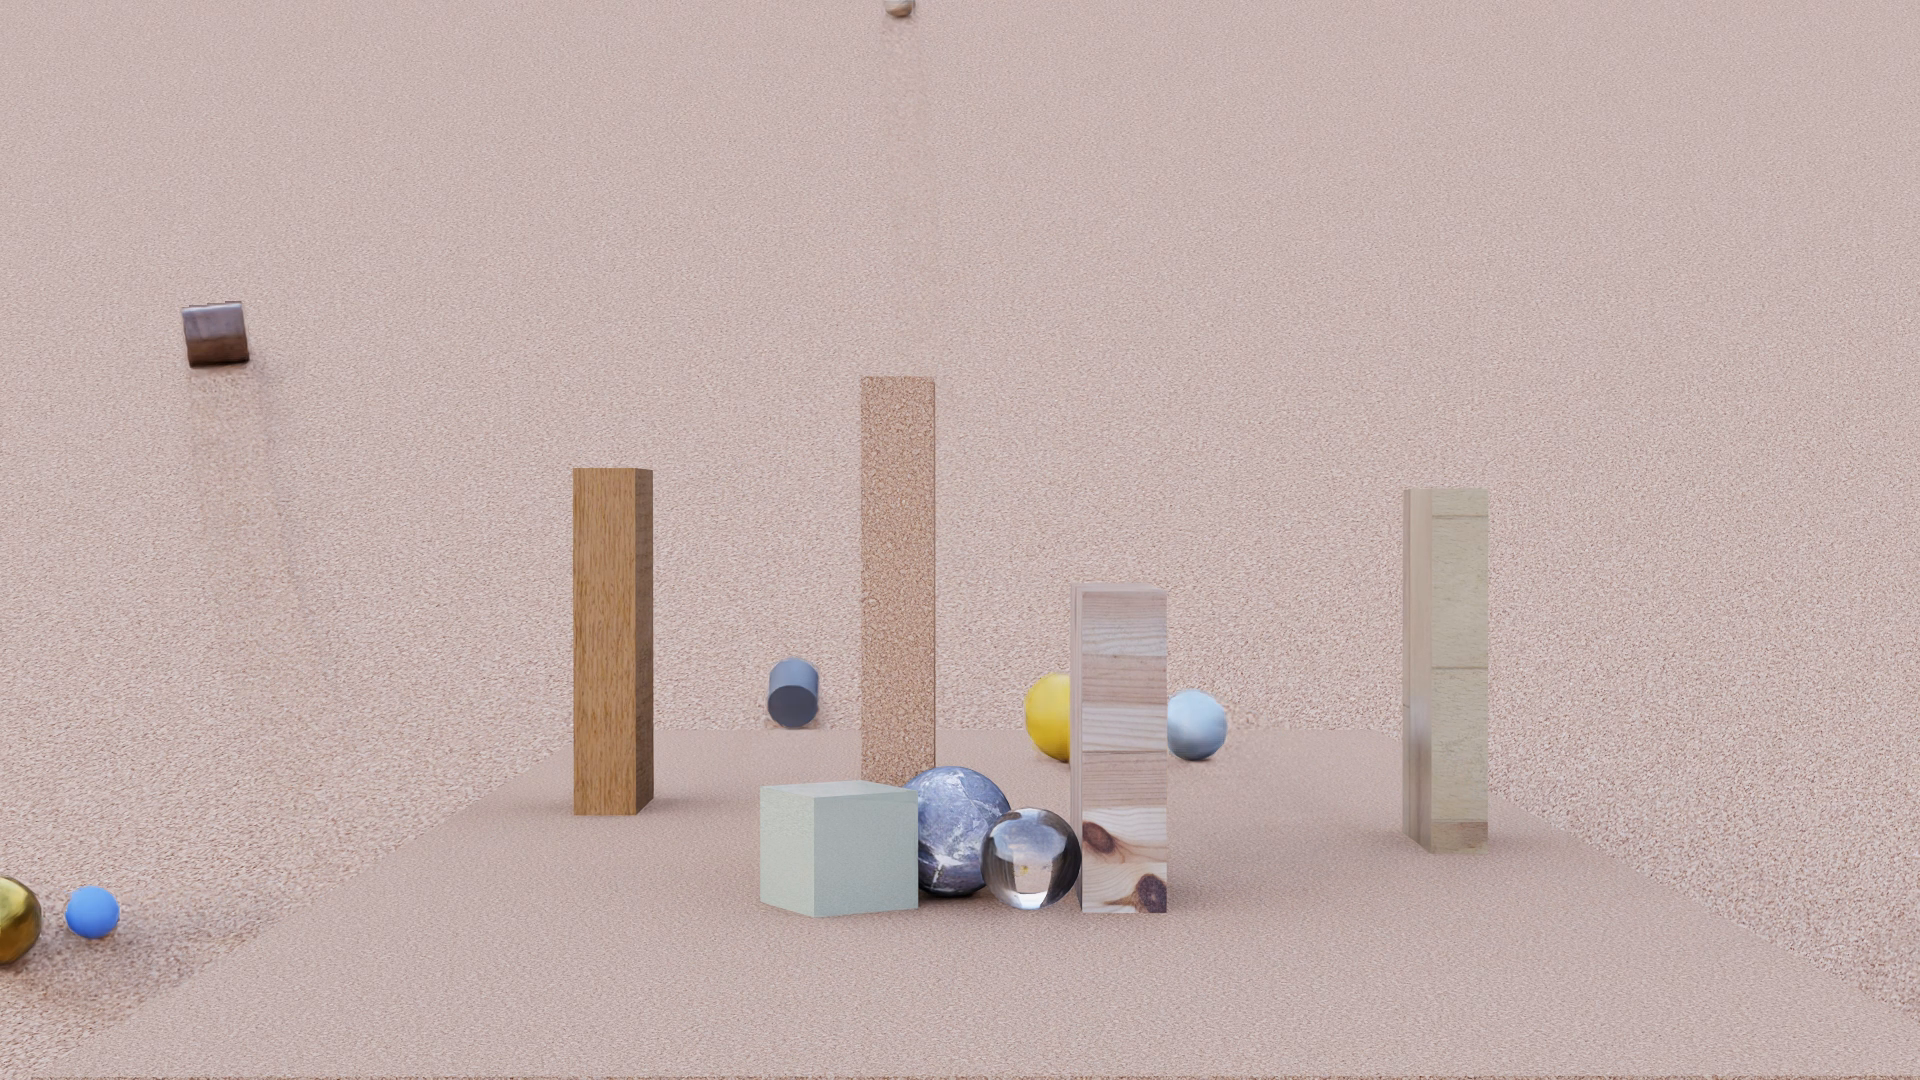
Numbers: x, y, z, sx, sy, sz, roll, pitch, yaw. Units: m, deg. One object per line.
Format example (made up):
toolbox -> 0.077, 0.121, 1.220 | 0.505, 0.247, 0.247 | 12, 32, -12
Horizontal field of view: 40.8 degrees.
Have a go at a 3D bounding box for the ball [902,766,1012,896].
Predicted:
ball -> -0.014, 0.428, 3.797 | 0.191, 0.191, 0.191 | 0, 28, 0

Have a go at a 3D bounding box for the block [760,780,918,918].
block -> -0.175, 0.441, 3.715 | 0.168, 0.168, 0.168 | -1, 1, -31

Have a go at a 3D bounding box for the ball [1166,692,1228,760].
ball -> 0.524, 0.418, 5.810 | 0.155, 0.155, 0.155 | 0, 28, 0

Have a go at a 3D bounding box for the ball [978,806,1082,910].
ball -> 0.099, 0.452, 3.674 | 0.147, 0.147, 0.147 | 0, 28, 0

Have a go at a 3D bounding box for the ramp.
ramp -> 0.063, 0.563, 4.601 | 2.000, 0.100, 4.000 | 0, 1, 0

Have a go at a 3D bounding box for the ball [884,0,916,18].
ball -> -0.293, -2.612, 12.516 | 0.159, 0.159, 0.159 | 0, 28, 0

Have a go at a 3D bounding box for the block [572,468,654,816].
block -> -0.659, 0.187, 4.929 | 0.115, 0.644, 0.282 | 0, 1, 0

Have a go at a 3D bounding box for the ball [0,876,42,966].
ball -> -2.186, 0.864, 5.852 | 0.205, 0.205, 0.205 | 0, 28, 0

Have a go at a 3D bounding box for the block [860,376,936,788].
block -> -0.094, 0.136, 4.049 | 0.109, 0.768, 0.328 | 0, 1, 0

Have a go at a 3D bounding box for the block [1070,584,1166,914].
block -> 0.232, 0.296, 3.831 | 0.119, 0.453, 0.388 | 0, 1, 0

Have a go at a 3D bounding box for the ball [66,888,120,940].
ball -> -1.999, 0.860, 5.953 | 0.117, 0.117, 0.117 | 0, 28, 0

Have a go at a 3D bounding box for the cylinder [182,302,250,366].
cylinder -> -2.546, -0.702, 8.839 | 0.198, 0.198, 0.198 | -8, 29, -14

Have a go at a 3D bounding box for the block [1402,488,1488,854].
block -> 0.823, 0.214, 4.392 | 0.093, 0.601, 0.277 | 0, 1, 0

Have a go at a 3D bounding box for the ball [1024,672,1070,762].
ball -> 0.244, 0.397, 5.800 | 0.199, 0.199, 0.199 | 0, 28, 0
